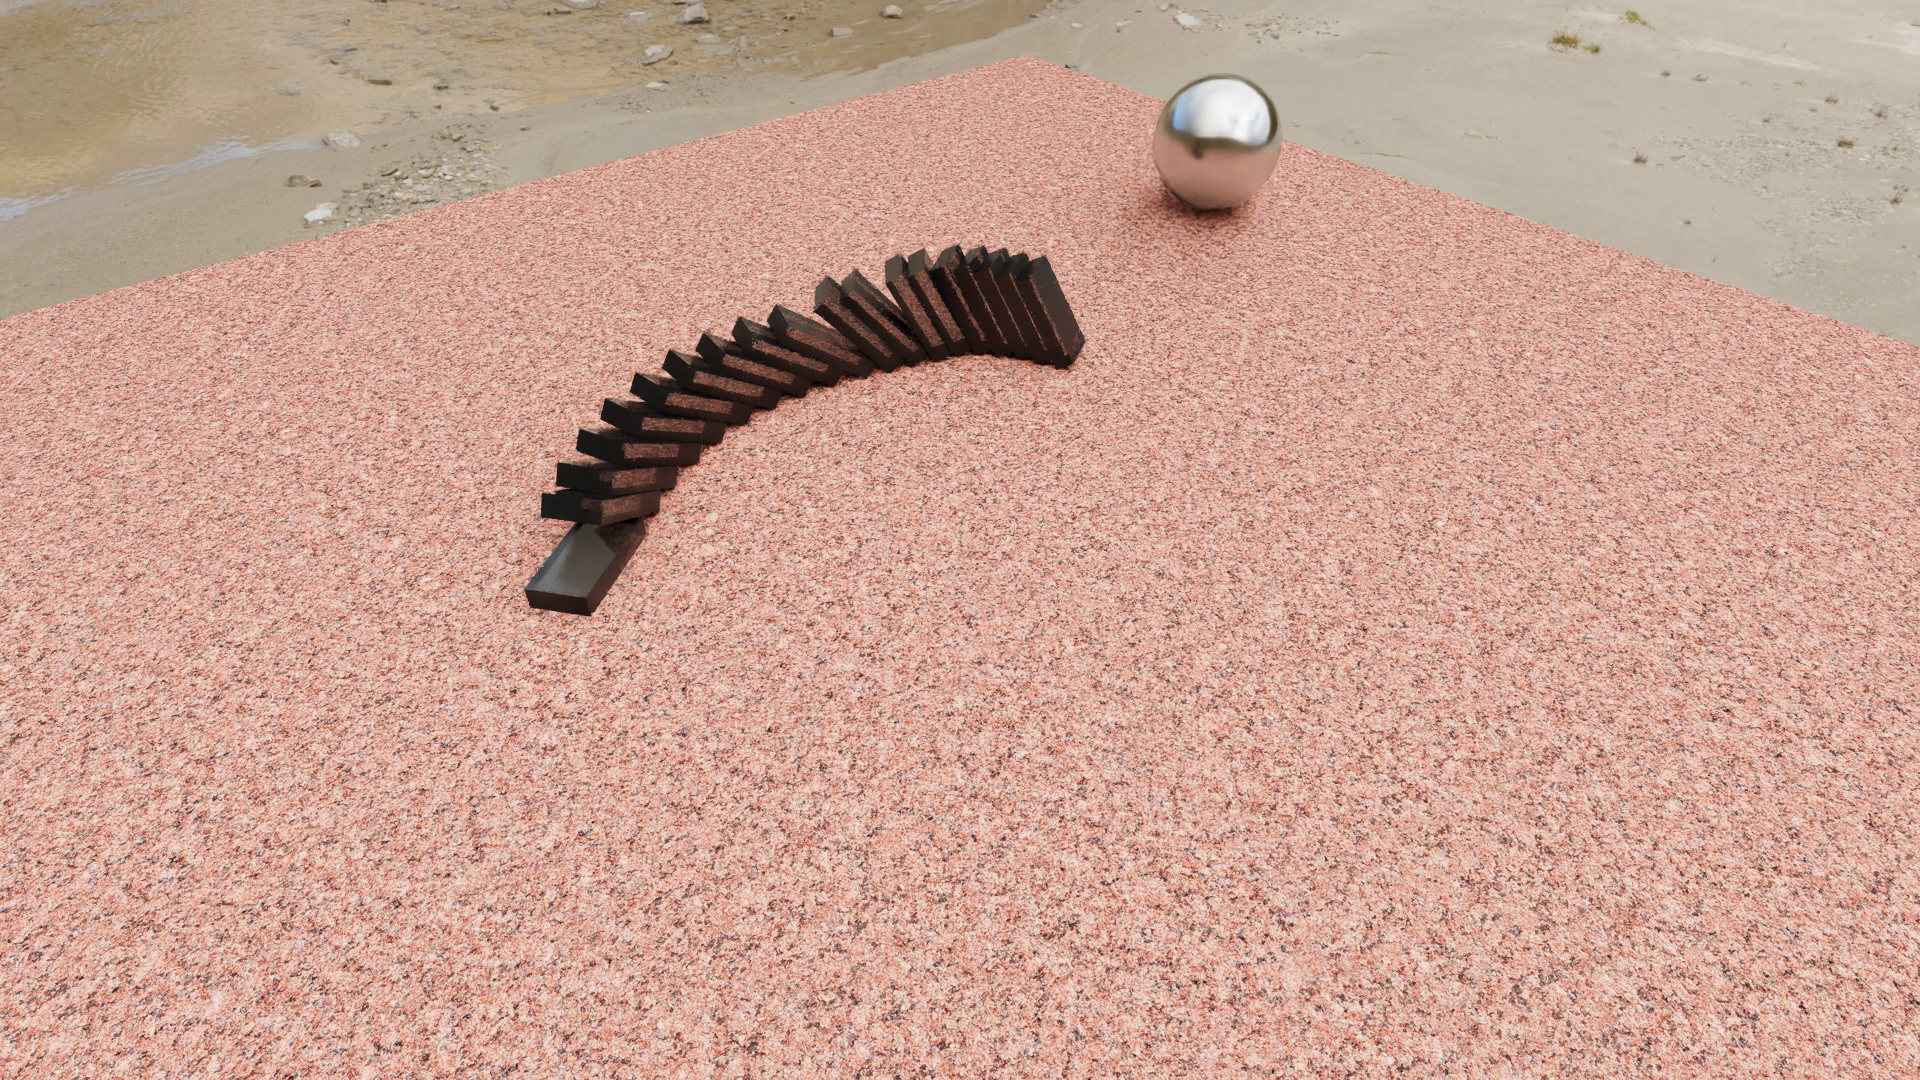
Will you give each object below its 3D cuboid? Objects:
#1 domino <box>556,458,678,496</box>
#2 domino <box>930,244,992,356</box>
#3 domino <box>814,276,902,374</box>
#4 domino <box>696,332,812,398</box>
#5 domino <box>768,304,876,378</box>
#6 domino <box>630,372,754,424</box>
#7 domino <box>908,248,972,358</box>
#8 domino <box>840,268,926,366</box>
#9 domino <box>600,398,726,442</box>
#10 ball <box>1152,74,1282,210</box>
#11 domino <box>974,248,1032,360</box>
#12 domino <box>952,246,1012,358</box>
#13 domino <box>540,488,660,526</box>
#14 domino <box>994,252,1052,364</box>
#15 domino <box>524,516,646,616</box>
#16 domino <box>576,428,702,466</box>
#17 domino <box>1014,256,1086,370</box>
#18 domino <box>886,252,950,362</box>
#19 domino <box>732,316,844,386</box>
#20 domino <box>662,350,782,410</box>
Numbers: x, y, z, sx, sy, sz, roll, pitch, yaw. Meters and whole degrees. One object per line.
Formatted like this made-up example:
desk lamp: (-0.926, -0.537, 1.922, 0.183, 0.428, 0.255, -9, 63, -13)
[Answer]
domino: (-0.141, -0.027, 0.457, 0.025, 0.010, 0.050, 10, 9, 14)
domino: (0.004, -0.123, 0.563, 0.009, 0.050, 0.025, -15, 32, 28)
domino: (-0.050, -0.107, 0.549, 0.010, 0.050, 0.025, -39, 33, 23)
domino: (-0.098, -0.083, 0.525, 0.050, 0.009, 0.025, 11, 24, -45)
domino: (-0.068, -0.097, 0.541, 0.050, 0.009, 0.025, 18, 26, -37)
domino: (-0.122, -0.064, 0.502, 0.025, 0.009, 0.050, 31, 16, 32)
domino: (-0.010, -0.121, 0.560, 0.009, 0.050, 0.025, -23, 36, 16)
domino: (-0.038, -0.112, 0.553, 0.009, 0.050, 0.025, -39, 30, 23)
domino: (-0.131, -0.053, 0.489, 0.025, 0.009, 0.050, 25, 15, 28)
ball: (0.162, -0.250, 0.693, 0.080, 0.080, 0.080, 0, 39, 0)
domino: (0.026, -0.120, 0.559, 0.009, 0.050, 0.025, -12, 31, 32)
domino: (0.015, -0.122, 0.561, 0.010, 0.050, 0.025, -12, 31, 32)
domino: (-0.143, -0.015, 0.442, 0.025, 0.010, 0.050, 8, 9, 9)
domino: (0.036, -0.117, 0.555, 0.009, 0.050, 0.025, -12, 31, 32)
domino: (-0.147, 0.008, 0.433, 0.025, 0.010, 0.050, 8, 40, 9)
domino: (-0.137, -0.040, 0.473, 0.025, 0.010, 0.050, 18, 12, 21)
domino: (0.046, -0.114, 0.552, 0.010, 0.050, 0.025, -12, 31, 32)
domino: (-0.021, -0.117, 0.555, 0.009, 0.050, 0.025, -24, 37, 15)
domino: (-0.084, -0.091, 0.534, 0.050, 0.010, 0.025, 14, 26, -40)
domino: (-0.111, -0.075, 0.514, 0.025, 0.009, 0.050, 37, 18, 36)
